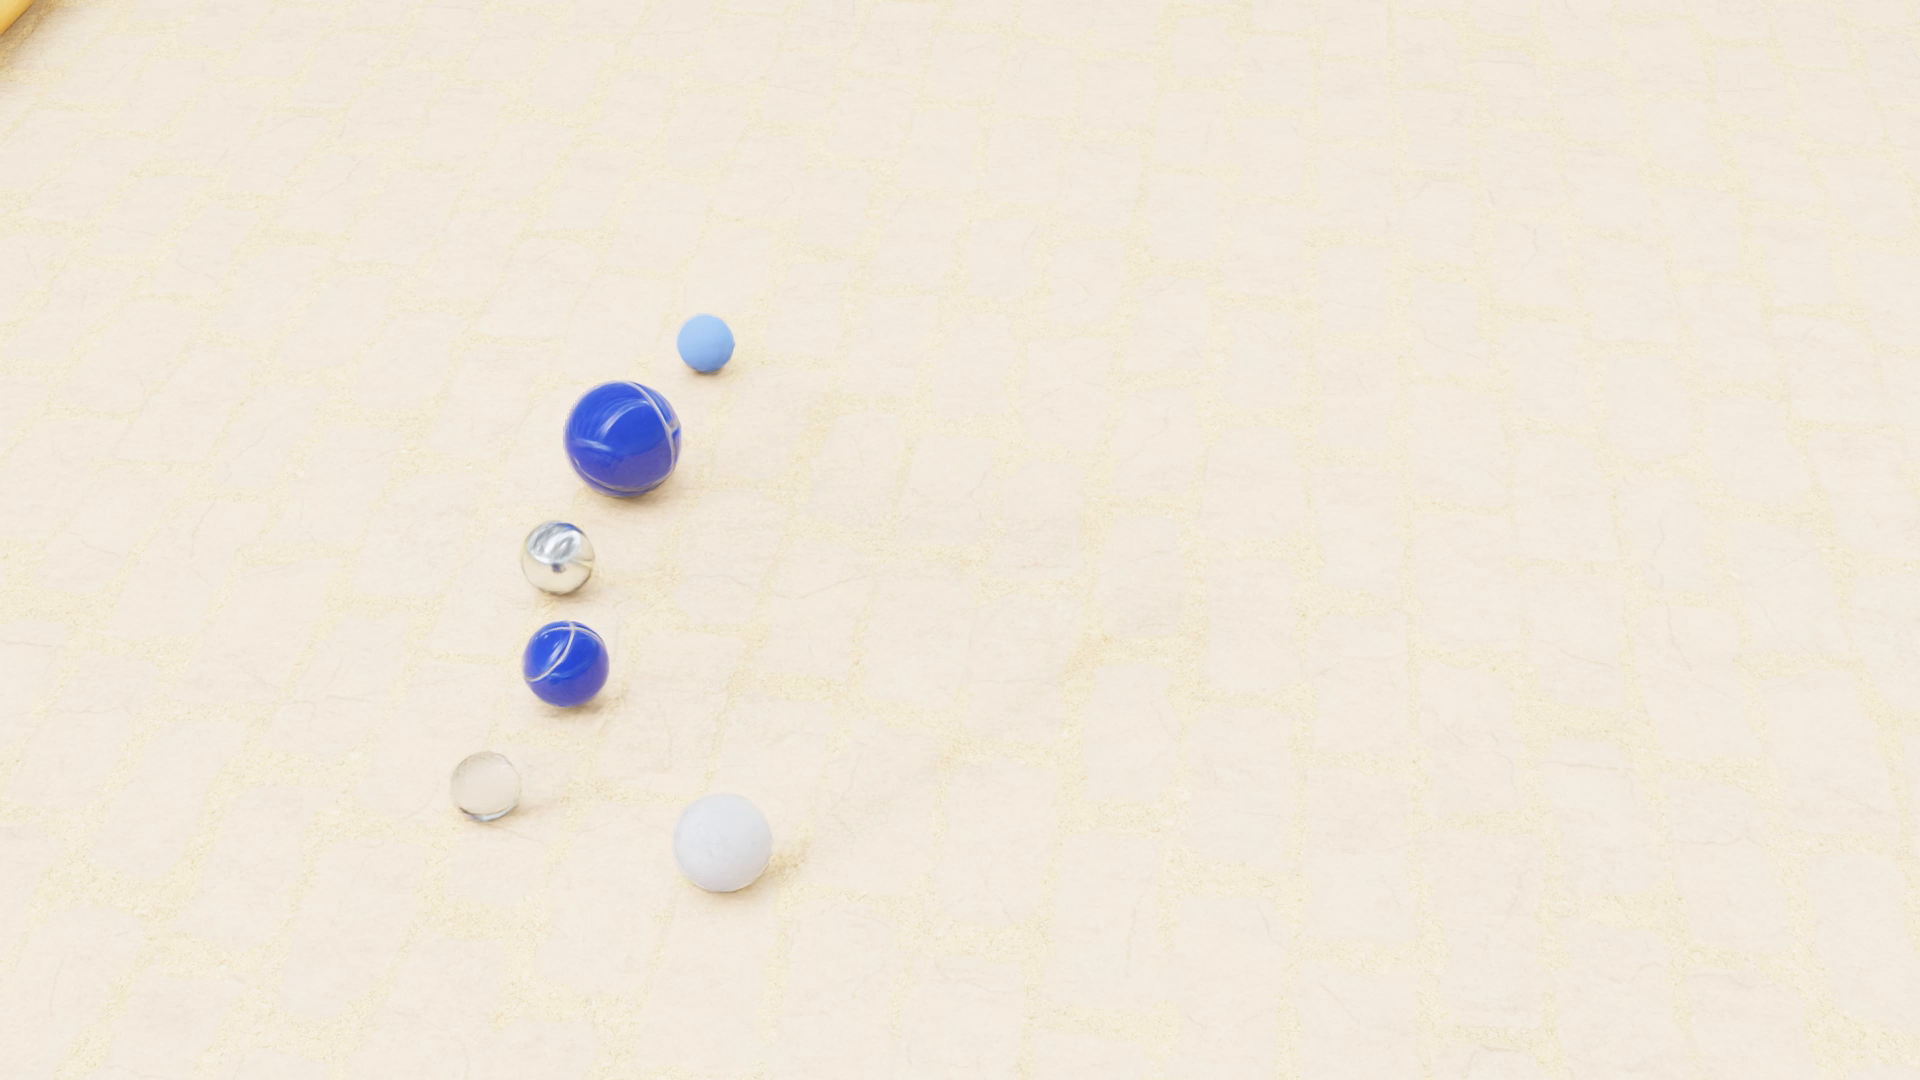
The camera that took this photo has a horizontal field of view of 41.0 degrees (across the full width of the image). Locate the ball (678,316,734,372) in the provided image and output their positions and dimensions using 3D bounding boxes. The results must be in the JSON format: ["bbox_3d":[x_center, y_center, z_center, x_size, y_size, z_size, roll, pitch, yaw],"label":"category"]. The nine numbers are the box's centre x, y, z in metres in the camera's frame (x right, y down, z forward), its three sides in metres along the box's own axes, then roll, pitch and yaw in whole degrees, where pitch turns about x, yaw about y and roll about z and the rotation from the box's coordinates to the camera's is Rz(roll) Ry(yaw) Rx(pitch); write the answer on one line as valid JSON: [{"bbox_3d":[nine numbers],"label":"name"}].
[{"bbox_3d":[-0.191,-0.147,1.930,0.043,0.043,0.043,0,36,0],"label":"ball"}]

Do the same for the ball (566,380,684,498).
[{"bbox_3d":[-0.234,-0.070,1.790,0.082,0.082,0.082,0,36,0],"label":"ball"}]

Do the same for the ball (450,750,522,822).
[{"bbox_3d":[-0.282,0.146,1.525,0.041,0.041,0.041,0,36,0],"label":"ball"}]

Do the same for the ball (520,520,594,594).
[{"bbox_3d":[-0.268,0.012,1.704,0.049,0.049,0.049,0,36,0],"label":"ball"}]

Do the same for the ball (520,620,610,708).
[{"bbox_3d":[-0.247,0.078,1.608,0.055,0.055,0.055,0,36,0],"label":"ball"}]

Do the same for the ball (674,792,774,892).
[{"bbox_3d":[-0.136,0.173,1.473,0.057,0.057,0.057,0,36,0],"label":"ball"}]

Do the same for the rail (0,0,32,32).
[{"bbox_3d":[-0.974,-0.091,1.797,0.045,0.106,2.368,4,36,6],"label":"rail"}]
